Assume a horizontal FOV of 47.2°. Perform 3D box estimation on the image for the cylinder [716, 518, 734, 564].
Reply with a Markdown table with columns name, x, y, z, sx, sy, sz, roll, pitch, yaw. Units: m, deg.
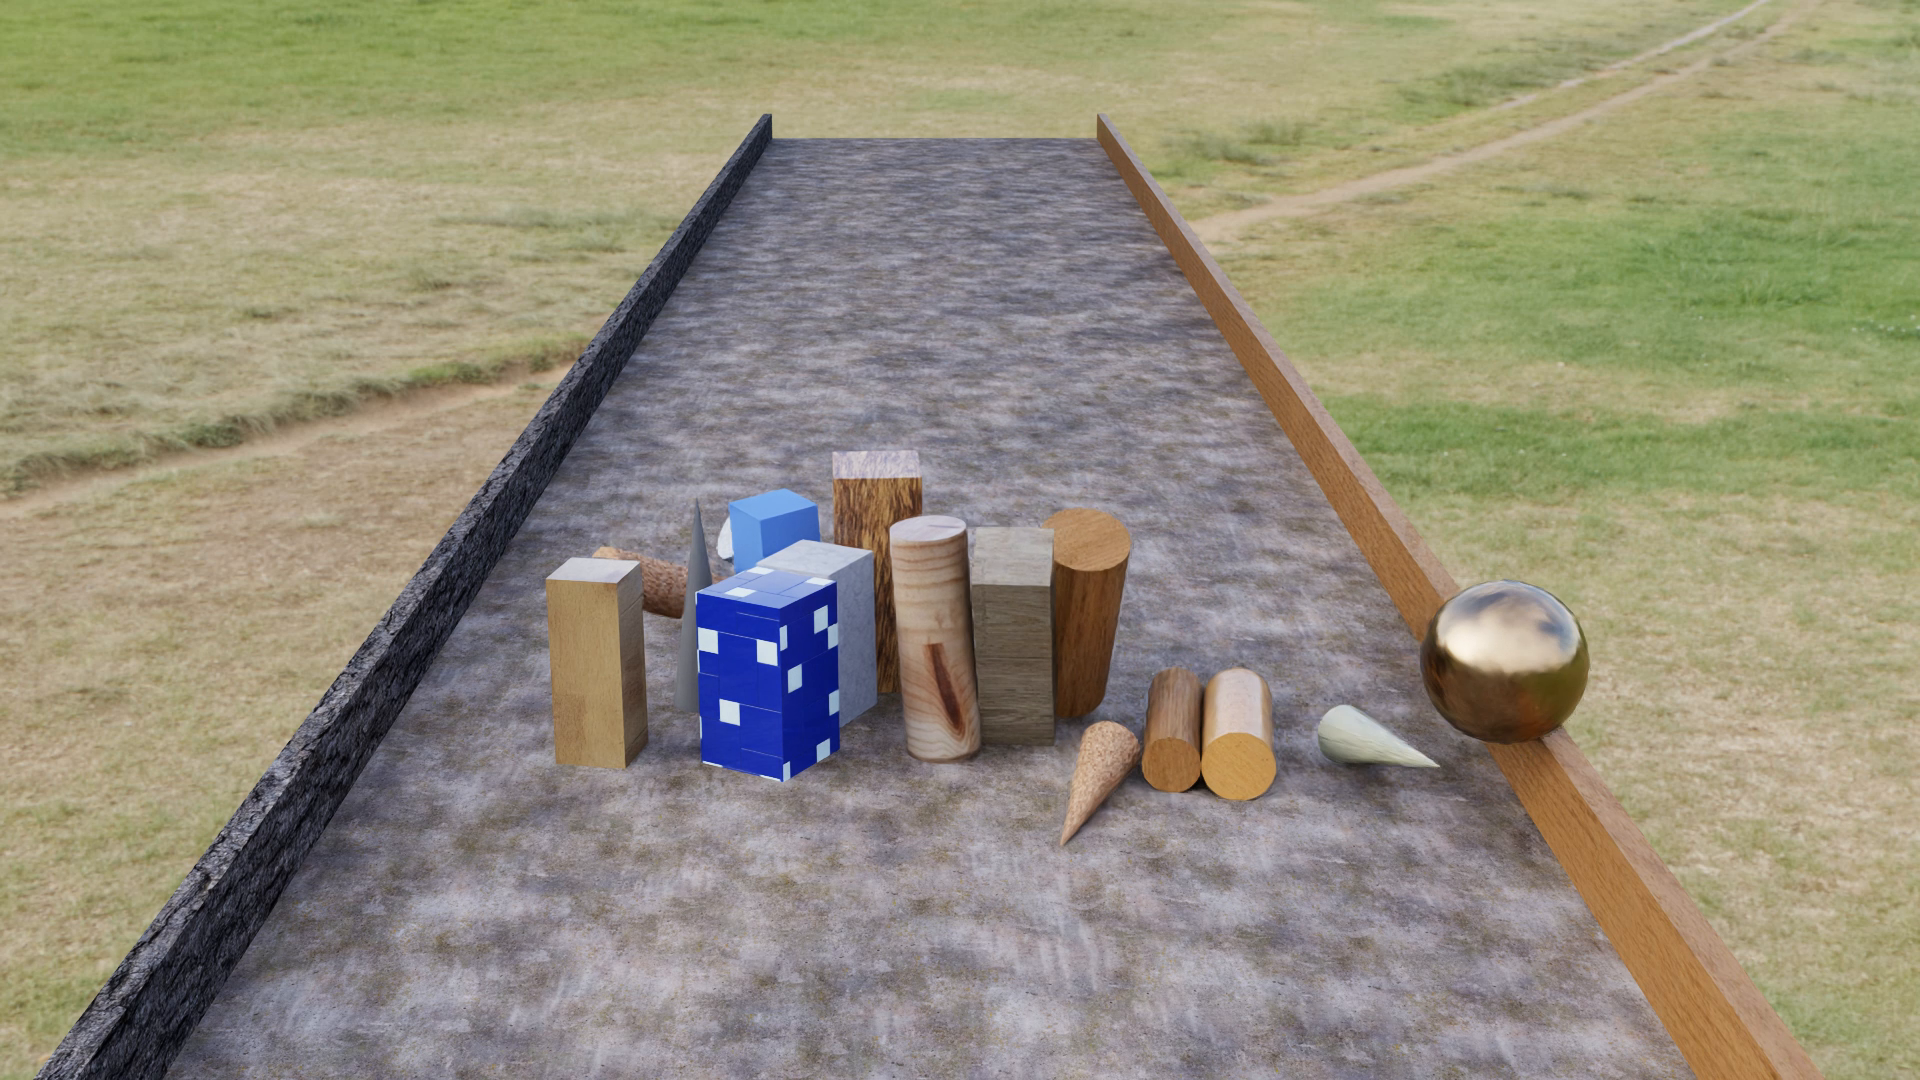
| name | x | y | z | sx | sy | sz | roll | pitch | yaw |
| --- | --- | --- | --- | --- | --- | --- | --- | --- | --- |
| cylinder | -0.339 | 0.049 | 4.520 | 0.306 | 0.129 | 0.129 | 32 | -1 | -31 |

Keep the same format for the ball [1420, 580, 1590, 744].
| name | x | y | z | sx | sy | sz | roll | pitch | yaw |
| --- | --- | --- | --- | --- | --- | --- | --- | --- | --- |
| ball | 0.892 | 0.200 | 3.605 | 0.270 | 0.270 | 0.270 | 0 | 17 | 0 |

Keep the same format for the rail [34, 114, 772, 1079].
| name | x | y | z | sx | sy | sz | roll | pitch | yaw |
| --- | --- | --- | --- | --- | --- | --- | --- | --- | --- |
| rail | -1.118 | -0.838 | 7.780 | 0.050 | 0.150 | 12.000 | 0 | 17 | -1 |

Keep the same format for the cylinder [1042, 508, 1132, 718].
| name | x | y | z | sx | sy | sz | roll | pitch | yaw |
| --- | --- | --- | --- | --- | --- | --- | --- | --- | --- |
| cylinder | 0.209 | 0.137 | 4.039 | 0.164 | 0.382 | 0.164 | 3 | 43 | -3 |

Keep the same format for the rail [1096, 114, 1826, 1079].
| name | x | y | z | sx | sy | sz | roll | pitch | yaw |
| --- | --- | --- | --- | --- | --- | --- | --- | --- | --- |
| rail | 0.932 | -0.844 | 7.801 | 0.050 | 0.150 | 12.000 | 0 | 17 | -1 |

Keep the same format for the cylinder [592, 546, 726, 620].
| name | x | y | z | sx | sy | sz | roll | pitch | yaw |
| --- | --- | --- | --- | --- | --- | --- | --- | --- | --- |
| cylinder | -0.538 | 0.110 | 4.383 | 0.436 | 0.105 | 0.105 | 17 | 1 | -43 |

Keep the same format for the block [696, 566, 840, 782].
| name | x | y | z | sx | sy | sz | roll | pitch | yaw |
| --- | --- | --- | --- | --- | --- | --- | --- | --- | --- |
| block | -0.338 | 0.234 | 3.885 | 0.177 | 0.317 | 0.177 | 9 | 19 | 29 |

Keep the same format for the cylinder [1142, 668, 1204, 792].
| name | x | y | z | sx | sy | sz | roll | pitch | yaw |
| --- | --- | --- | --- | --- | --- | --- | --- | --- | --- |
| cylinder | 0.382 | 0.335 | 3.922 | 0.102 | 0.102 | 0.352 | 2 | 17 | 6 |

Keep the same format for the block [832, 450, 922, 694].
| name | x | y | z | sx | sy | sz | roll | pitch | yaw |
| --- | --- | --- | --- | --- | --- | --- | --- | --- | --- |
| block | -0.159 | 0.062 | 4.236 | 0.164 | 0.437 | 0.164 | -1 | 20 | -4 |

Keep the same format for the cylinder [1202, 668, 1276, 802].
| name | x | y | z | sx | sy | sz | roll | pitch | yaw |
| --- | --- | --- | --- | --- | --- | --- | --- | --- | --- |
| cylinder | 0.489 | 0.338 | 3.870 | 0.125 | 0.125 | 0.322 | 2 | 17 | 6 |

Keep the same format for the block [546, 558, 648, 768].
| name | x | y | z | sx | sy | sz | roll | pitch | yaw |
| --- | --- | --- | --- | --- | --- | --- | --- | --- | --- |
| block | -0.640 | 0.217 | 3.894 | 0.129 | 0.344 | 0.129 | 3 | 17 | 10 |

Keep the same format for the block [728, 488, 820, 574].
| name | x | y | z | sx | sy | sz | roll | pitch | yaw |
| --- | --- | --- | --- | --- | --- | --- | --- | --- | --- |
| block | -0.356 | 0.082 | 4.349 | 0.128 | 0.328 | 0.128 | -16 | 25 | -30 |

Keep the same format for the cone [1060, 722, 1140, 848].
| name | x | y | z | sx | sy | sz | roll | pitch | yaw |
| --- | --- | --- | --- | --- | --- | --- | --- | --- | --- |
| cone | 0.211 | 0.431 | 3.687 | 0.106 | 0.106 | 0.326 | 5 | 27 | 18 |

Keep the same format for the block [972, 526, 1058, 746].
| name | x | y | z | sx | sy | sz | roll | pitch | yaw |
| --- | --- | --- | --- | --- | --- | --- | --- | --- | --- |
| block | 0.100 | 0.175 | 3.863 | 0.131 | 0.437 | 0.131 | 2 | 47 | 5 |

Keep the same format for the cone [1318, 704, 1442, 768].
| name | x | y | z | sx | sy | sz | roll | pitch | yaw |
| --- | --- | --- | --- | --- | --- | --- | --- | --- | --- |
| cone | 0.729 | 0.355 | 3.722 | 0.105 | 0.105 | 0.352 | -5 | 5 | -16 |

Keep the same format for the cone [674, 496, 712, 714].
| name | x | y | z | sx | sy | sz | roll | pitch | yaw |
| --- | --- | --- | --- | --- | --- | --- | --- | --- | --- |
| cone | -0.488 | 0.112 | 4.129 | 0.116 | 0.412 | 0.116 | 0 | 17 | 0 |

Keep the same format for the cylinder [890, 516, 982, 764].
| name | x | y | z | sx | sy | sz | roll | pitch | yaw |
| --- | --- | --- | --- | --- | --- | --- | --- | --- | --- |
| cylinder | -0.042 | 0.176 | 3.884 | 0.135 | 0.418 | 0.135 | -4 | 19 | 1 |

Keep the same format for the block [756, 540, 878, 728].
| name | x | y | z | sx | sy | sz | roll | pitch | yaw |
| --- | --- | --- | --- | --- | --- | --- | --- | --- | --- |
| block | -0.264 | 0.176 | 4.092 | 0.155 | 0.305 | 0.155 | 9 | 21 | 28 |
